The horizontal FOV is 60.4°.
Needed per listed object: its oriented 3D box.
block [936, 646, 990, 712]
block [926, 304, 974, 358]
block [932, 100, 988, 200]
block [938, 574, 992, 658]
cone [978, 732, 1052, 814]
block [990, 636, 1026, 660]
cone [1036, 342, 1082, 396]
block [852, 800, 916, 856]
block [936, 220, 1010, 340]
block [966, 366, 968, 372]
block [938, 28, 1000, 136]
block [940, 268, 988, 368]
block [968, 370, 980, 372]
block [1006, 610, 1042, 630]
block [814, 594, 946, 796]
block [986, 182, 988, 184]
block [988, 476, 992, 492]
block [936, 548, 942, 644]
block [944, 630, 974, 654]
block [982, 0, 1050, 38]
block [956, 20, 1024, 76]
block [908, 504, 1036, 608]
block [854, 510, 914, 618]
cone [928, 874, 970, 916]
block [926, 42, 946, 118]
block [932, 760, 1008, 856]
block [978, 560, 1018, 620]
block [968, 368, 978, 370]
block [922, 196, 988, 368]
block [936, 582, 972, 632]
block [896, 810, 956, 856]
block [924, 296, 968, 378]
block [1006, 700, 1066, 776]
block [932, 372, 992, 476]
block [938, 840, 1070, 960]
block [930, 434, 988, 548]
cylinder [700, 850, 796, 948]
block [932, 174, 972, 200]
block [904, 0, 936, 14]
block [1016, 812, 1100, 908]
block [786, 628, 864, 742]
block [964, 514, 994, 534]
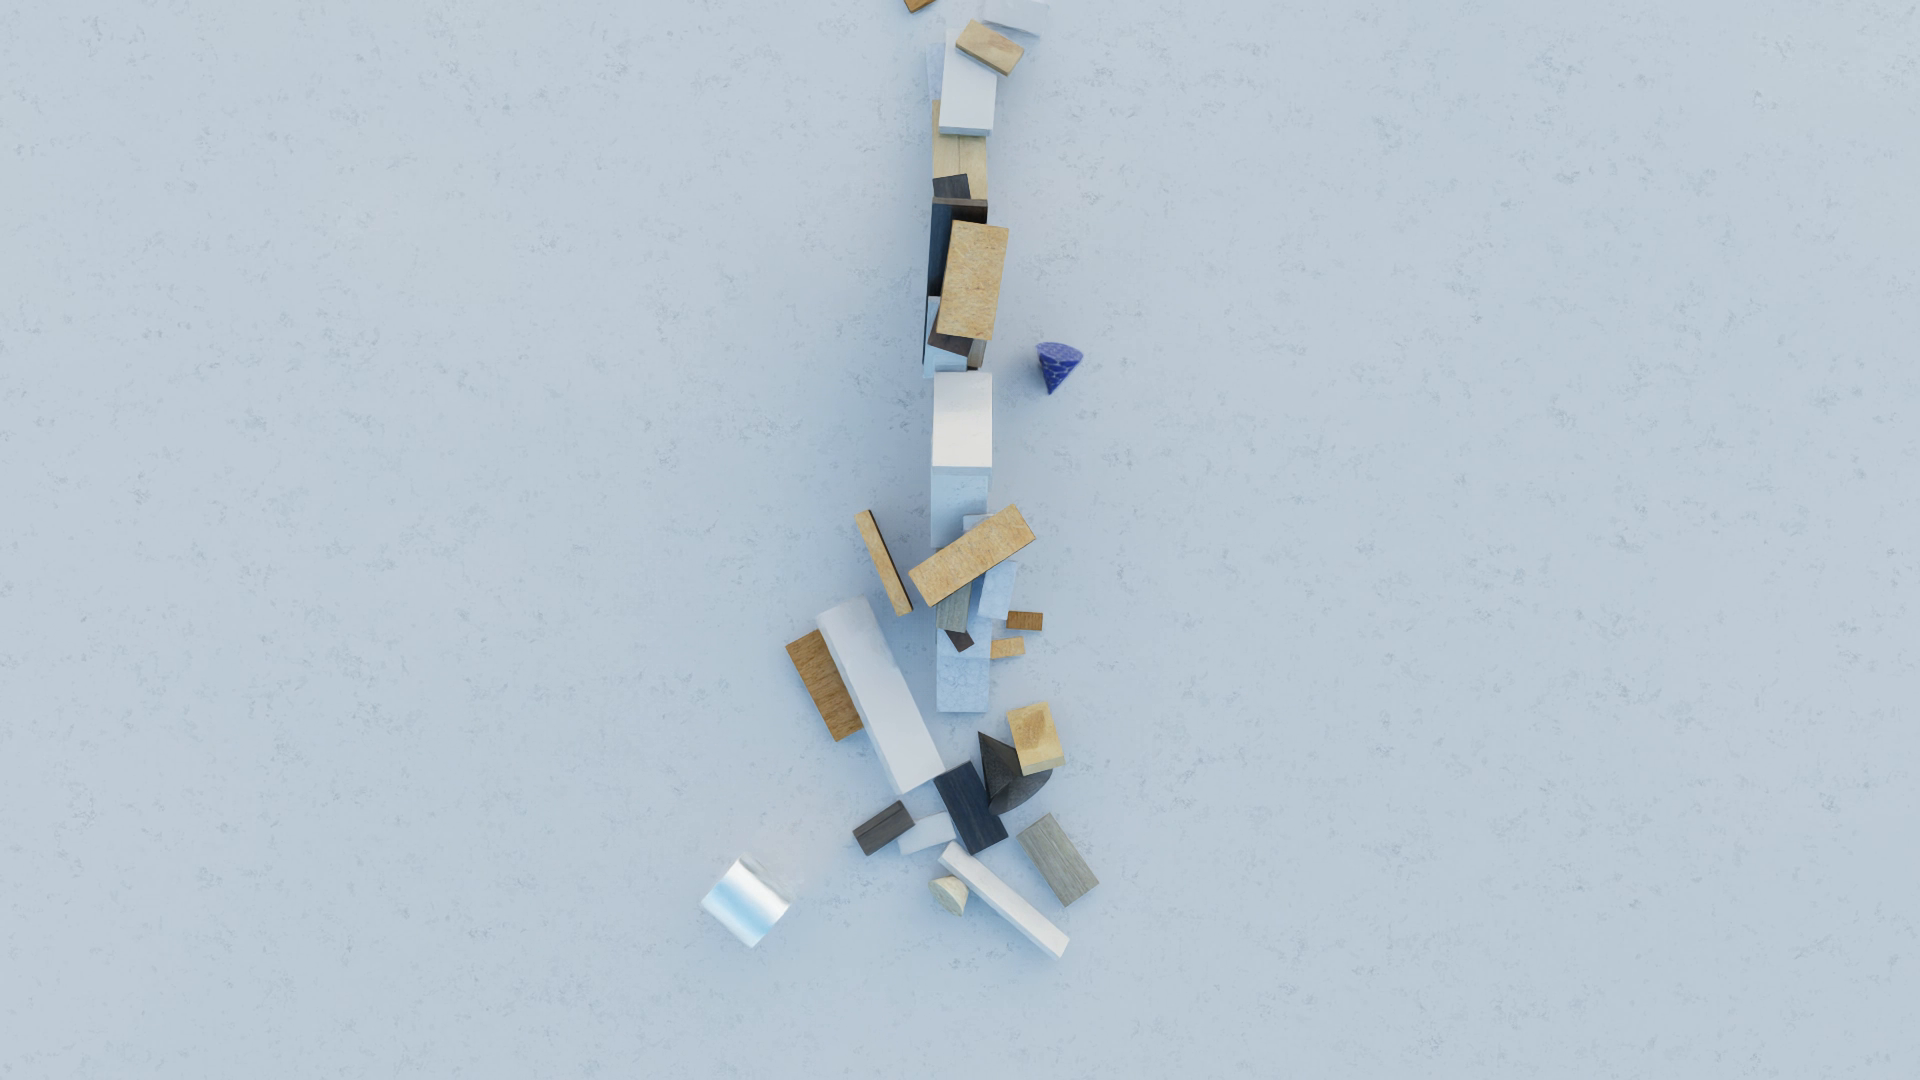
[{"bbox_3d":[0.010,0.398,5.428,0.171,0.049,0.343,1,107,0],"label":"block"},{"bbox_3d":[0.002,-0.704,5.025,0.132,0.037,0.265,17,103,-8],"label":"block"},{"bbox_3d":[-0.001,-1.268,5.393,0.174,0.049,0.348,-1,79,0],"label":"block"},{"bbox_3d":[0.020,0.205,5.324,0.171,0.049,0.343,2,101,0],"label":"block"},{"bbox_3d":[0.129,0.726,5.443,0.256,0.256,0.256,-38,63,0],"label":"cone"},{"bbox_3d":[0.155,0.359,5.492,0.118,0.017,0.059,-9,90,0],"label":"block"},{"bbox_3d":[0.312,-0.551,5.464,0.160,0.160,0.160,12,117,0],"label":"cone"},{"bbox_3d":[-0.252,0.955,5.467,0.191,0.027,0.095,-34,64,0],"label":"block"},{"bbox_3d":[0.037,-0.781,4.963,0.168,0.048,0.337,8,104,-6],"label":"block"},{"bbox_3d":[-0.017,-0.487,5.300,0.086,0.024,0.171,-1,86,0],"label":"block"},{"bbox_3d":[0.032,-1.495,5.389,0.174,0.049,0.348,4,77,1],"label":"block"},{"bbox_3d":[0.015,-0.705,5.128,0.168,0.048,0.337,8,124,-6],"label":"block"},{"bbox_3d":[-0.006,-0.409,5.420,0.148,0.042,0.295,0,111,0],"label":"block"},{"bbox_3d":[0.215,0.269,5.492,0.118,0.017,0.059,4,90,0],"label":"block"},{"bbox_3d":[-0.263,0.507,5.433,0.180,0.051,0.647,-25,90,-30],"label":"block"},{"bbox_3d":[0.005,-1.014,5.385,0.165,0.047,0.329,1,74,1],"label":"block"},{"bbox_3d":[0.015,-0.332,5.244,0.178,0.050,0.356,0,99,0],"label":"block"},{"bbox_3d":[0.007,0.178,5.407,0.171,0.049,0.343,1,114,0],"label":"block"},{"bbox_3d":[-0.009,0.299,5.310,0.059,0.017,0.118,-31,99,6],"label":"block"},{"bbox_3d":[0.186,-1.751,5.486,0.203,0.029,0.102,15,90,0],"label":"block"},{"bbox_3d":[0.097,-1.603,5.373,0.203,0.029,0.102,32,79,7],"label":"block"},{"bbox_3d":[0.038,0.049,5.203,0.399,0.037,0.132,-33,84,7],"label":"block"},{"bbox_3d":[-0.249,0.075,5.410,0.051,0.180,0.359,-24,90,0],"label":"block"},{"bbox_3d":[0.003,1.136,5.465,0.155,0.155,0.155,-42,90,-27],"label":"cone"},{"bbox_3d":[-0.015,-1.473,5.475,0.174,0.049,0.348,-5,90,0],"label":"block"},{"bbox_3d":[0.036,0.889,5.480,0.141,0.040,0.282,-27,90,0],"label":"block"},{"bbox_3d":[0.119,0.153,5.248,0.095,0.027,0.191,10,102,-2],"label":"block"},{"bbox_3d":[-0.008,-0.485,5.433,0.134,0.038,0.267,0,111,0],"label":"block"},{"bbox_3d":[-0.018,-0.794,5.124,0.168,0.048,0.548,3,124,-3],"label":"block"},{"bbox_3d":[-0.017,0.194,5.259,0.095,0.027,0.191,9,101,9],"label":"block"},{"bbox_3d":[-0.116,0.973,5.486,0.191,0.027,0.095,-18,90,0],"label":"block"},{"bbox_3d":[-0.040,-0.627,5.130,0.132,0.037,0.265,3,124,-3],"label":"block"},{"bbox_3d":[0.246,0.644,5.372,0.141,0.282,0.040,-15,124,0],"label":"block"},{"bbox_3d":[0.008,-0.359,5.075,0.178,0.050,0.356,1,58,0],"label":"block"},{"bbox_3d":[0.146,1.191,5.454,0.512,0.095,0.027,40,126,0],"label":"block"},{"bbox_3d":[-0.003,-0.151,5.216,0.178,0.050,0.415,0,130,-1],"label":"block"},{"bbox_3d":[-0.692,1.173,5.389,0.222,0.222,0.222,42,90,0],"label":"cylinder"},{"bbox_3d":[-0.016,-1.058,5.320,0.114,0.032,0.229,-9,92,0],"label":"block"},{"bbox_3d":[-0.168,-1.874,5.485,0.108,0.031,0.216,-28,90,0],"label":"block"},{"bbox_3d":[0.324,1.062,5.480,0.141,0.040,0.282,-35,90,0],"label":"block"},{"bbox_3d":[-0.416,0.468,5.475,0.180,0.051,0.359,-28,90,0],"label":"block"},{"bbox_3d":[0.060,0.014,5.247,0.095,0.027,0.191,-1,102,0],"label":"block"}]
